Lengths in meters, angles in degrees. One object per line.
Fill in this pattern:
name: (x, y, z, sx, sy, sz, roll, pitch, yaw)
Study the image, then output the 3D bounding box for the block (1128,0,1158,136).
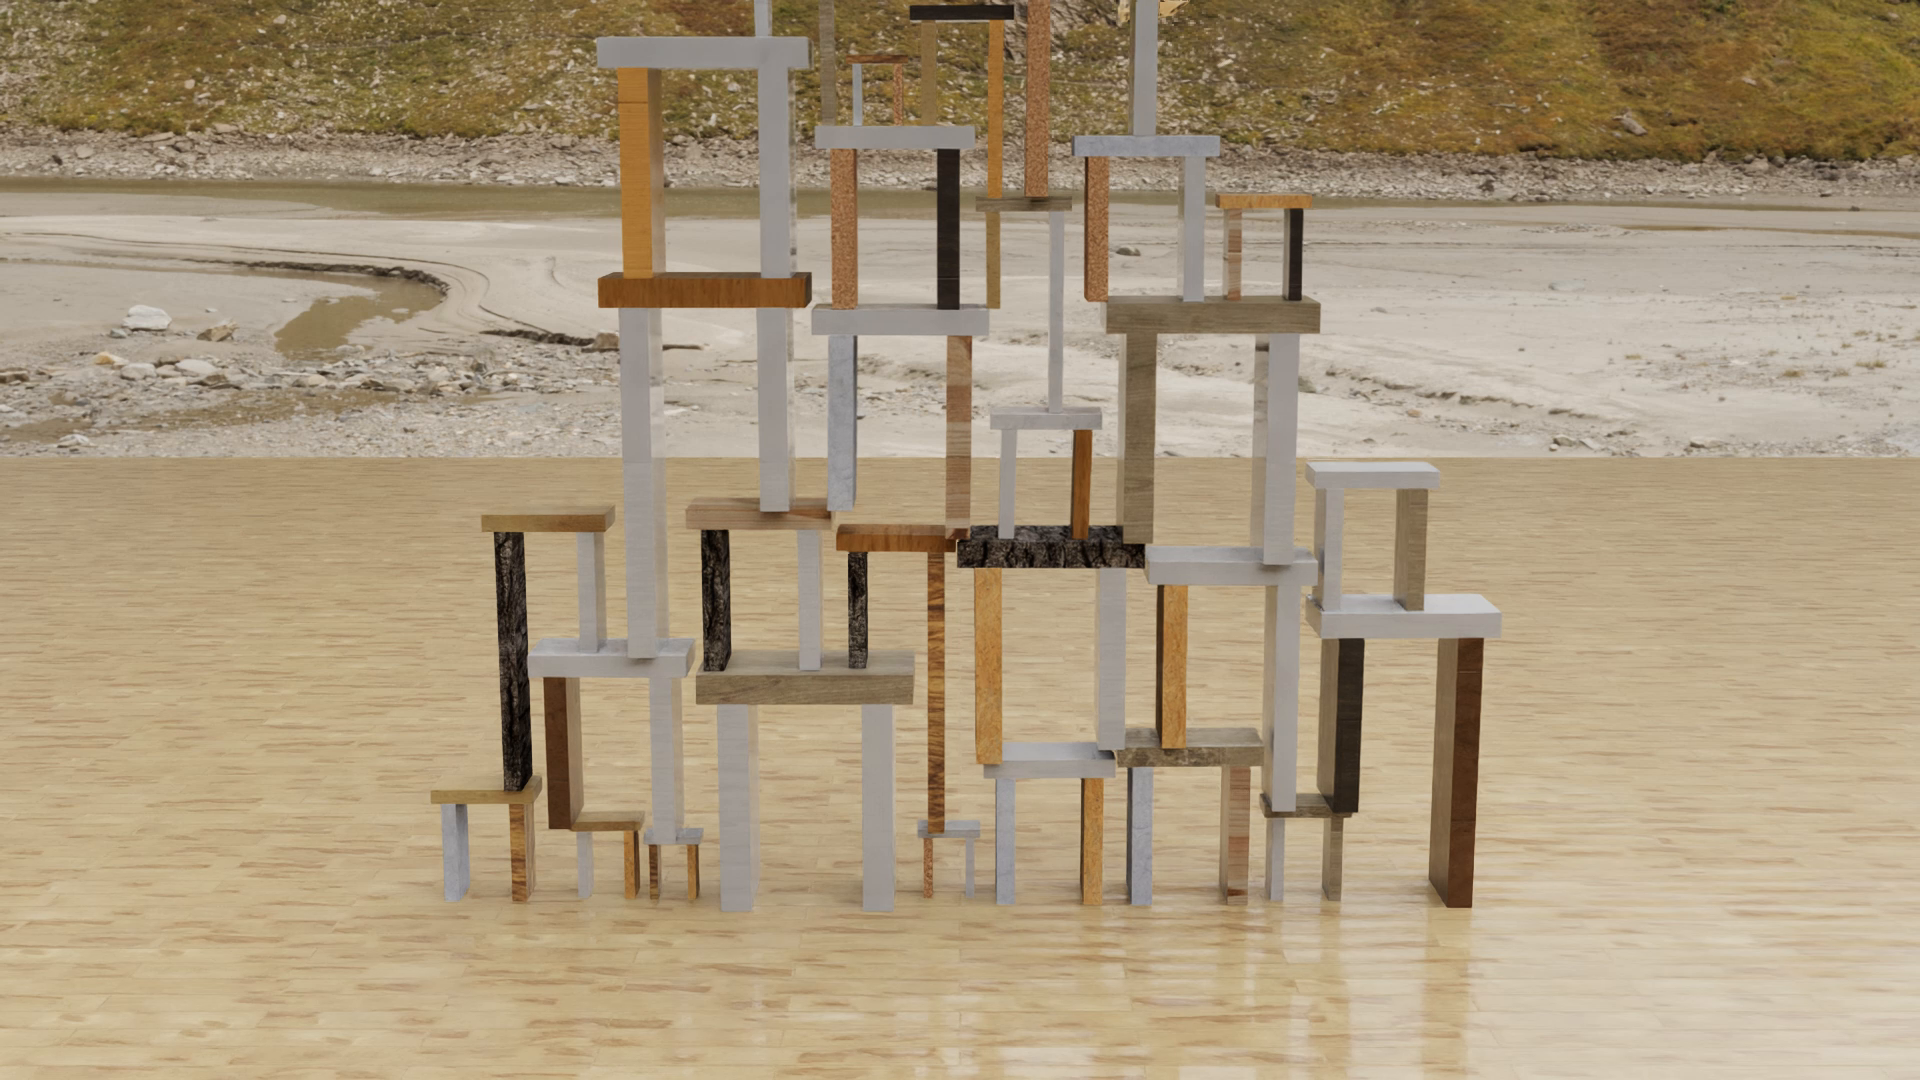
block: (0.285, -0.752, 3.418, 0.034, 0.242, 0.121, 0, 11, 0)

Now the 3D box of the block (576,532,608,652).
block: (-0.599, 0.076, 3.577, 0.028, 0.198, 0.099, 0, 11, 0)

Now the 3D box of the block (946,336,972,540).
block: (-0.002, -0.172, 3.522, 0.039, 0.322, 0.139, 1, 11, 0)

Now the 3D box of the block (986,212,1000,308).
block: (0.052, -0.444, 3.471, 0.021, 0.150, 0.075, -1, 11, 0)

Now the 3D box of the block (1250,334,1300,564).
block: (0.503, -0.156, 3.524, 0.047, 0.365, 0.166, 0, 11, 0)

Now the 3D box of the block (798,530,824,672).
block: (-0.242, 0.087, 3.573, 0.033, 0.231, 0.116, 0, 11, 0)

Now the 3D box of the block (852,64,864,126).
block: (-0.159, -0.694, 3.430, 0.013, 0.095, 0.047, 0, 11, 0)

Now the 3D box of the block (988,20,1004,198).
block: (0.057, -0.672, 3.433, 0.023, 0.269, 0.080, 1, 11, 2)

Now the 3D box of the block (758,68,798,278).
block: (-0.286, -0.577, 3.454, 0.045, 0.320, 0.160, 0, 11, 0)

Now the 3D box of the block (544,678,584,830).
block: (-0.652, 0.335, 3.621, 0.036, 0.255, 0.127, 0, 11, 0)

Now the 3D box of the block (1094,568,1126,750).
block: (0.245, 0.178, 3.594, 0.042, 0.299, 0.149, 0, 11, 1)

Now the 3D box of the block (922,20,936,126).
block: (-0.048, -0.726, 3.427, 0.023, 0.159, 0.080, 0, 11, 0)

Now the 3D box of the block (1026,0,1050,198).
block: (0.122, -0.707, 3.430, 0.034, 0.337, 0.121, 1, 10, 2)

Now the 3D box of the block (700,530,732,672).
block: (-0.396, 0.087, 3.573, 0.033, 0.231, 0.116, 0, 11, 0)

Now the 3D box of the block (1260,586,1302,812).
block: (0.525, 0.245, 3.604, 0.038, 0.375, 0.135, 0, 11, 0)

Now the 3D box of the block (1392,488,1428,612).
block: (0.728, 0.007, 3.556, 0.028, 0.198, 0.099, 0, 11, -1)

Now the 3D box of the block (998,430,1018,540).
block: (0.076, -0.096, 3.536, 0.025, 0.176, 0.088, 2, 11, 0)

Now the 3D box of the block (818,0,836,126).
block: (-0.206, -0.783, 3.410, 0.020, 0.277, 0.072, -1, 11, -1)

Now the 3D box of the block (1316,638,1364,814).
block: (0.624, 0.287, 3.612, 0.041, 0.290, 0.145, 0, 11, -2)

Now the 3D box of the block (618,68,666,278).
block: (-0.499, -0.577, 3.454, 0.045, 0.319, 0.160, 0, 11, 0)

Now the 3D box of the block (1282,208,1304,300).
block: (0.525, -0.453, 3.471, 0.020, 0.143, 0.072, 0, 11, 1)

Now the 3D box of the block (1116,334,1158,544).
block: (0.282, -0.172, 3.522, 0.047, 0.331, 0.166, 0, 11, 0)

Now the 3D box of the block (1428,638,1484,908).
block: (0.818, 0.366, 3.632, 0.041, 0.453, 0.145, 0, 11, 0)

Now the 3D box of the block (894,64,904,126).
block: (-0.096, -0.694, 3.430, 0.013, 0.095, 0.047, 0, 11, 0)

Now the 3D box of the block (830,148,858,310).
block: (-0.182, -0.492, 3.468, 0.035, 0.247, 0.123, 0, 11, 0)

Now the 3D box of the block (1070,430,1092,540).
block: (0.195, -0.096, 3.535, 0.025, 0.176, 0.088, 1, 11, 0)

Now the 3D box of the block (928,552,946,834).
block: (-0.038, 0.242, 3.608, 0.027, 0.469, 0.096, 0, 11, 0)

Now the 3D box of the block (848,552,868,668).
block: (-0.166, 0.105, 3.584, 0.027, 0.192, 0.096, 0, 11, 0)

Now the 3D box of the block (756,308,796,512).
block: (-0.293, -0.217, 3.519, 0.045, 0.320, 0.160, 0, 11, 0)

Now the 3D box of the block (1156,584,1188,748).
block: (0.345, 0.192, 3.593, 0.038, 0.269, 0.135, 0, 10, 1)

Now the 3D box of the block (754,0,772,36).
block: (-0.305, -0.849, 3.402, 0.020, 0.144, 0.072, 0, 11, 0)

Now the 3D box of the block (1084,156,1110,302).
block: (0.215, -0.492, 3.466, 0.032, 0.223, 0.112, 0, 11, 0)

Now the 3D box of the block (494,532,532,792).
block: (-0.730, 0.190, 3.599, 0.028, 0.430, 0.099, 0, 11, 0)

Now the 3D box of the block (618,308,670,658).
block: (-0.507, -0.100, 3.540, 0.045, 0.558, 0.160, 0, 11, 0)

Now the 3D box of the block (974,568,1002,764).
block: (0.046, 0.189, 3.597, 0.042, 0.322, 0.149, -1, 11, 0)

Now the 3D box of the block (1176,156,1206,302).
block: (0.364, -0.492, 3.465, 0.032, 0.223, 0.112, 0, 11, 0)

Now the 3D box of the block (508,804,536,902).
block: (-0.727, 0.507, 3.657, 0.024, 0.167, 0.084, 0, 11, 0)

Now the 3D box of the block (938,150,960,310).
block: (-0.018, -0.492, 3.468, 0.035, 0.247, 0.123, 0, 11, 0)

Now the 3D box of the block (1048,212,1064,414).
block: (0.152, -0.362, 3.480, 0.021, 0.316, 0.075, 0, 11, 1)

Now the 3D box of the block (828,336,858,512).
block: (-0.188, -0.195, 3.517, 0.039, 0.277, 0.139, 1, 11, 0)

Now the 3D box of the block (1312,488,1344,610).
block: (0.595, 0.007, 3.557, 0.028, 0.198, 0.099, 0, 11, -1)

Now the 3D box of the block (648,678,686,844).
block: (-0.482, 0.347, 3.623, 0.036, 0.279, 0.127, 0, 11, 0)

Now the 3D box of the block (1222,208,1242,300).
block: (0.430, -0.453, 3.471, 0.020, 0.143, 0.072, -1, 11, 0)
